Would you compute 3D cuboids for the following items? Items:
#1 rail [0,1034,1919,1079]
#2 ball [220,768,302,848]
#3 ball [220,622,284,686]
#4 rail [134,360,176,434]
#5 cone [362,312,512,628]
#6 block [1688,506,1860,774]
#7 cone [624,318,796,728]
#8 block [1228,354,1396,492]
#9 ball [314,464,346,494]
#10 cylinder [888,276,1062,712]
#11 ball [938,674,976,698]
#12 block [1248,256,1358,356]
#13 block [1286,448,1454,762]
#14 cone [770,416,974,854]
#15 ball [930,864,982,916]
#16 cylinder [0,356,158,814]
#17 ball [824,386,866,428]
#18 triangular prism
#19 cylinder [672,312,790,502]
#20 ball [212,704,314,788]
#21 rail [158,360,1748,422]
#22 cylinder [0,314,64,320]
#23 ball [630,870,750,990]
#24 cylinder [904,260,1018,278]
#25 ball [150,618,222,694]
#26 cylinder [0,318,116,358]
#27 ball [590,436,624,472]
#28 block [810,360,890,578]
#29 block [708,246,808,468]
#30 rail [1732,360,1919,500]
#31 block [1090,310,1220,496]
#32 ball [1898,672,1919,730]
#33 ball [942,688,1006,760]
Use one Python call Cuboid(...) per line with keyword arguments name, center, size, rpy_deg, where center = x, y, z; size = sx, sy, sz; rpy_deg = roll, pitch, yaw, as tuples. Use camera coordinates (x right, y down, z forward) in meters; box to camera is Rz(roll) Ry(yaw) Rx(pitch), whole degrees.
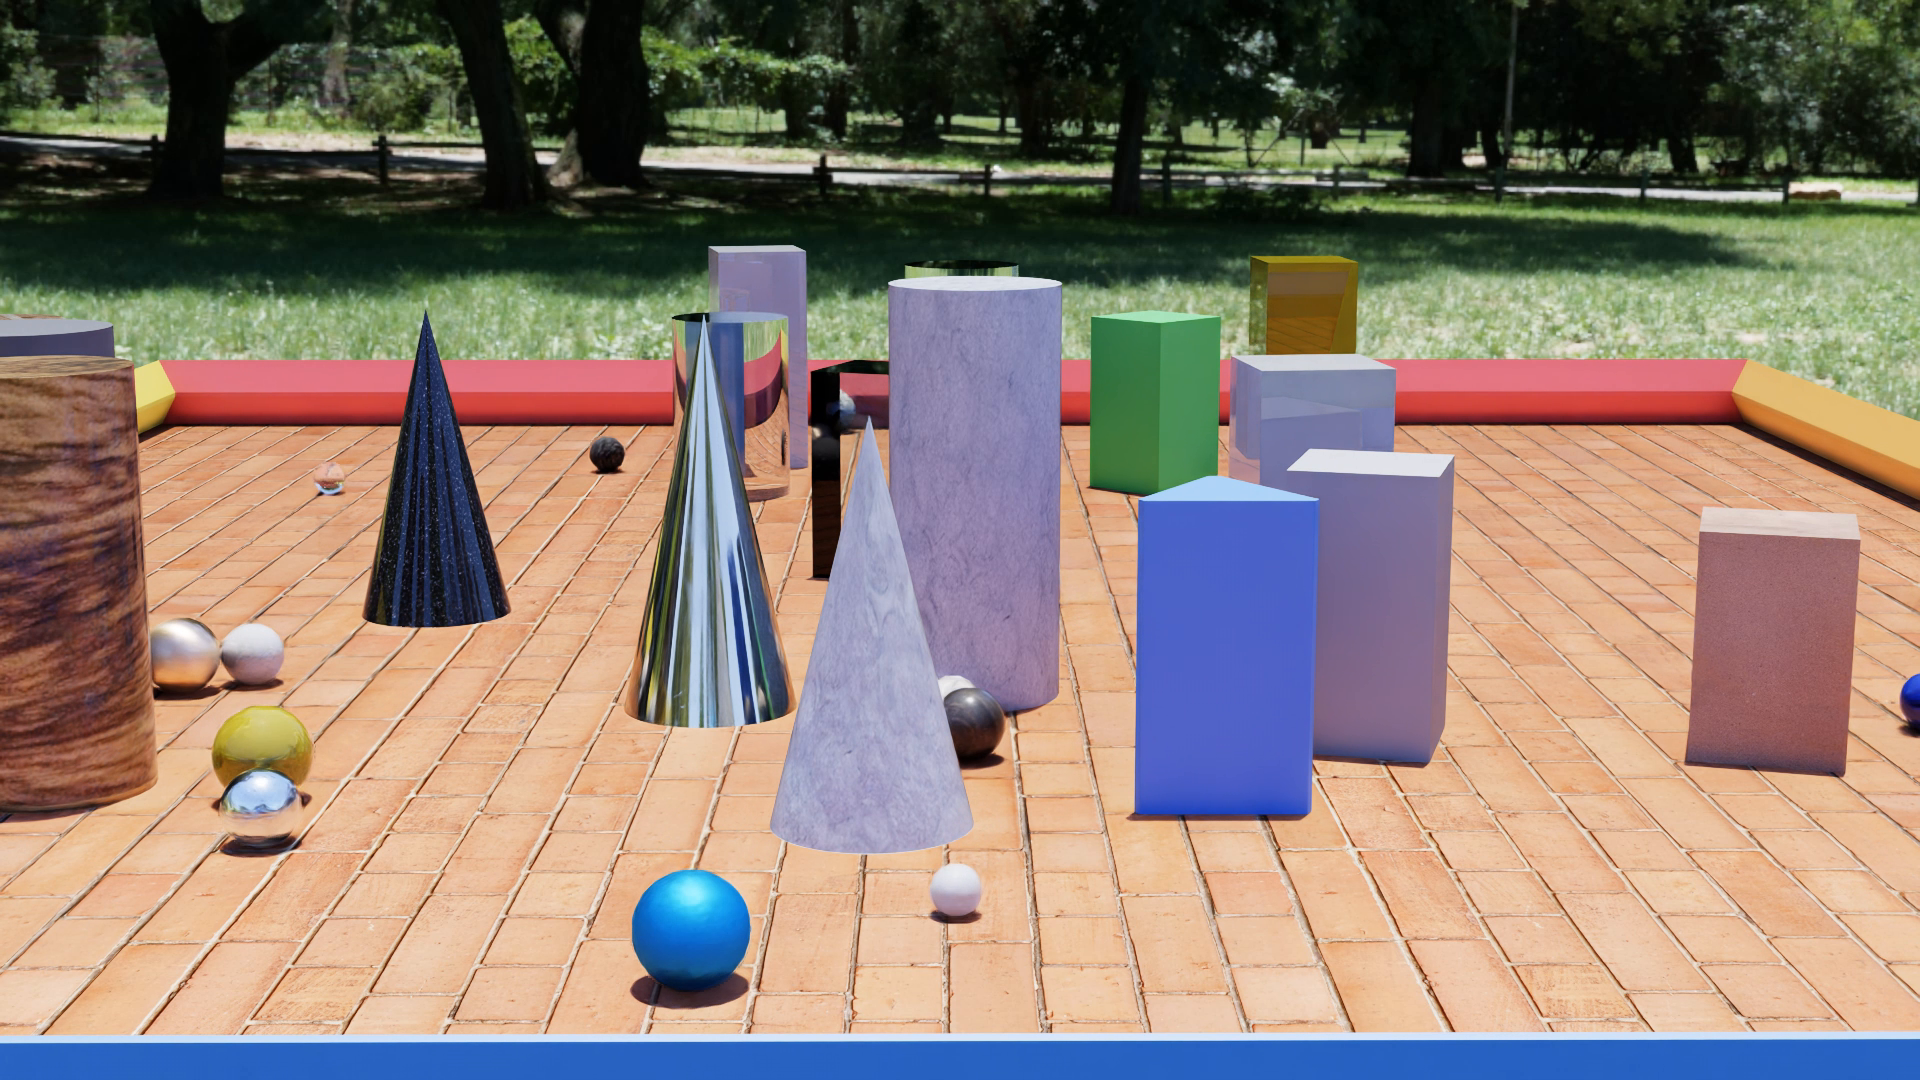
Cuboid(name="rail", center=(0.011, 0.369, 1.634), size=(3.271, 0.129, 0.045), rpy_deg=(0, 10, 0))
Cuboid(name="ball", center=(-0.659, 0.252, 2.421), size=(0.075, 0.075, 0.075), rpy_deg=(0, 10, 0))
Cuboid(name="ball", center=(-0.842, 0.136, 3.053), size=(0.074, 0.074, 0.074), rpy_deg=(0, 10, 0))
Cuboid(name="rail", center=(-1.612, 0.035, 3.440), size=(0.045, 0.129, 3.738), rpy_deg=(0, 10, 0))
Cuboid(name="cone", center=(-0.706, -0.104, 3.427), size=(0.199, 0.410, 0.199), rpy_deg=(0, 10, 0))
Cuboid(name="block", center=(0.871, 0.103, 2.751), size=(0.159, 0.248, 0.159), rpy_deg=(3, 11, 17))
Cuboid(name="cone", center=(-0.287, -0.031, 2.914), size=(0.199, 0.452, 0.199), rpy_deg=(0, 10, 0))
Cuboid(name="block", center=(0.417, -0.024, 3.076), size=(0.159, 0.380, 0.159), rpy_deg=(-1, 11, -7))
Cuboid(name="ball", center=(-1.085, -0.105, 4.416), size=(0.052, 0.052, 0.052), rpy_deg=(0, 10, 0))
Cuboid(name="cylinder", center=(0.017, -0.057, 2.977), size=(0.199, 0.481, 0.199), rpy_deg=(0, 10, 0))
Cuboid(name="ball", center=(-0.008, 0.181, 2.839), size=(0.063, 0.063, 0.063), rpy_deg=(0, 10, 0))
Cuboid(name="block", center=(0.608, -0.306, 4.573), size=(0.159, 0.389, 0.159), rpy_deg=(-1, 11, -5))
Cuboid(name="block", center=(0.443, 0.067, 2.783), size=(0.159, 0.306, 0.159), rpy_deg=(3, 11, 16))
Cuboid(name="cone", center=(-0.086, 0.078, 2.461), size=(0.199, 0.402, 0.199), rpy_deg=(0, 10, 0))
Cuboid(name="ball", center=(-0.003, 0.303, 2.224), size=(0.046, 0.046, 0.046), rpy_deg=(0, 10, 0))
Cuboid(name="cylinder", center=(-0.925, 0.040, 2.587), size=(0.199, 0.432, 0.199), rpy_deg=(0, 10, 0))
Cuboid(name="ball", center=(-0.234, -0.269, 5.204), size=(0.088, 0.088, 0.088), rpy_deg=(0, 10, 0))
Cuboid(name="triangular prism", center=(0.260, 0.102, 2.576), size=(0.172, 0.313, 0.149), rpy_deg=(0, 10, 0))
Cuboid(name="cylinder", center=(-0.393, -0.231, 4.406), size=(0.199, 0.303, 0.199), rpy_deg=(0, 10, 0))
Cuboid(name="ball", center=(-0.697, 0.214, 2.563), size=(0.098, 0.098, 0.098), rpy_deg=(0, 10, 0))
Cuboid(name="rail", center=(-0.011, -0.302, 5.263), size=(3.271, 0.129, 0.045), rpy_deg=(0, 10, 0))
Cuboid(name="cylinder", center=(-1.321, -0.109, 3.520), size=(0.199, 0.385, 0.199), rpy_deg=(0, 10, 0))
Cuboid(name="ball", center=(-0.215, 0.311, 2.047), size=(0.095, 0.095, 0.095), rpy_deg=(0, 10, 0))
Cuboid(name="cylinder", center=(0.003, -0.290, 4.498), size=(0.199, 0.385, 0.199), rpy_deg=(0, 10, 0))
Cuboid(name="ball", center=(-0.914, 0.135, 3.012), size=(0.089, 0.089, 0.089), rpy_deg=(0, 10, 0))
Cuboid(name="cylinder", center=(-1.065, -0.028, 2.950), size=(0.199, 0.433, 0.199), rpy_deg=(0, 10, 0))
Cuboid(name="ball", center=(-0.640, -0.155, 4.656), size=(0.063, 0.063, 0.063), rpy_deg=(0, 10, 0))
Cuboid(name="block", center=(-0.109, -0.101, 3.718), size=(0.159, 0.298, 0.159), rpy_deg=(4, 11, 21))
Cuboid(name="block", center=(-0.373, -0.339, 4.736), size=(0.159, 0.395, 0.159), rpy_deg=(-2, 11, -12))
Cuboid(name="rail", center=(1.612, 0.032, 3.458), size=(0.045, 0.129, 3.738), rpy_deg=(0, 10, 0))
Cuboid(name="block", center=(0.340, -0.241, 4.474), size=(0.159, 0.298, 0.159), rpy_deg=(-10, 15, -44))
Cuboid(name="ball", center=(1.074, 0.178, 2.836), size=(0.068, 0.068, 0.068), rpy_deg=(0, 10, 0))
Cuboid(name="ball", center=(0.010, 0.195, 2.722), size=(0.077, 0.077, 0.077), rpy_deg=(0, 10, 0))
